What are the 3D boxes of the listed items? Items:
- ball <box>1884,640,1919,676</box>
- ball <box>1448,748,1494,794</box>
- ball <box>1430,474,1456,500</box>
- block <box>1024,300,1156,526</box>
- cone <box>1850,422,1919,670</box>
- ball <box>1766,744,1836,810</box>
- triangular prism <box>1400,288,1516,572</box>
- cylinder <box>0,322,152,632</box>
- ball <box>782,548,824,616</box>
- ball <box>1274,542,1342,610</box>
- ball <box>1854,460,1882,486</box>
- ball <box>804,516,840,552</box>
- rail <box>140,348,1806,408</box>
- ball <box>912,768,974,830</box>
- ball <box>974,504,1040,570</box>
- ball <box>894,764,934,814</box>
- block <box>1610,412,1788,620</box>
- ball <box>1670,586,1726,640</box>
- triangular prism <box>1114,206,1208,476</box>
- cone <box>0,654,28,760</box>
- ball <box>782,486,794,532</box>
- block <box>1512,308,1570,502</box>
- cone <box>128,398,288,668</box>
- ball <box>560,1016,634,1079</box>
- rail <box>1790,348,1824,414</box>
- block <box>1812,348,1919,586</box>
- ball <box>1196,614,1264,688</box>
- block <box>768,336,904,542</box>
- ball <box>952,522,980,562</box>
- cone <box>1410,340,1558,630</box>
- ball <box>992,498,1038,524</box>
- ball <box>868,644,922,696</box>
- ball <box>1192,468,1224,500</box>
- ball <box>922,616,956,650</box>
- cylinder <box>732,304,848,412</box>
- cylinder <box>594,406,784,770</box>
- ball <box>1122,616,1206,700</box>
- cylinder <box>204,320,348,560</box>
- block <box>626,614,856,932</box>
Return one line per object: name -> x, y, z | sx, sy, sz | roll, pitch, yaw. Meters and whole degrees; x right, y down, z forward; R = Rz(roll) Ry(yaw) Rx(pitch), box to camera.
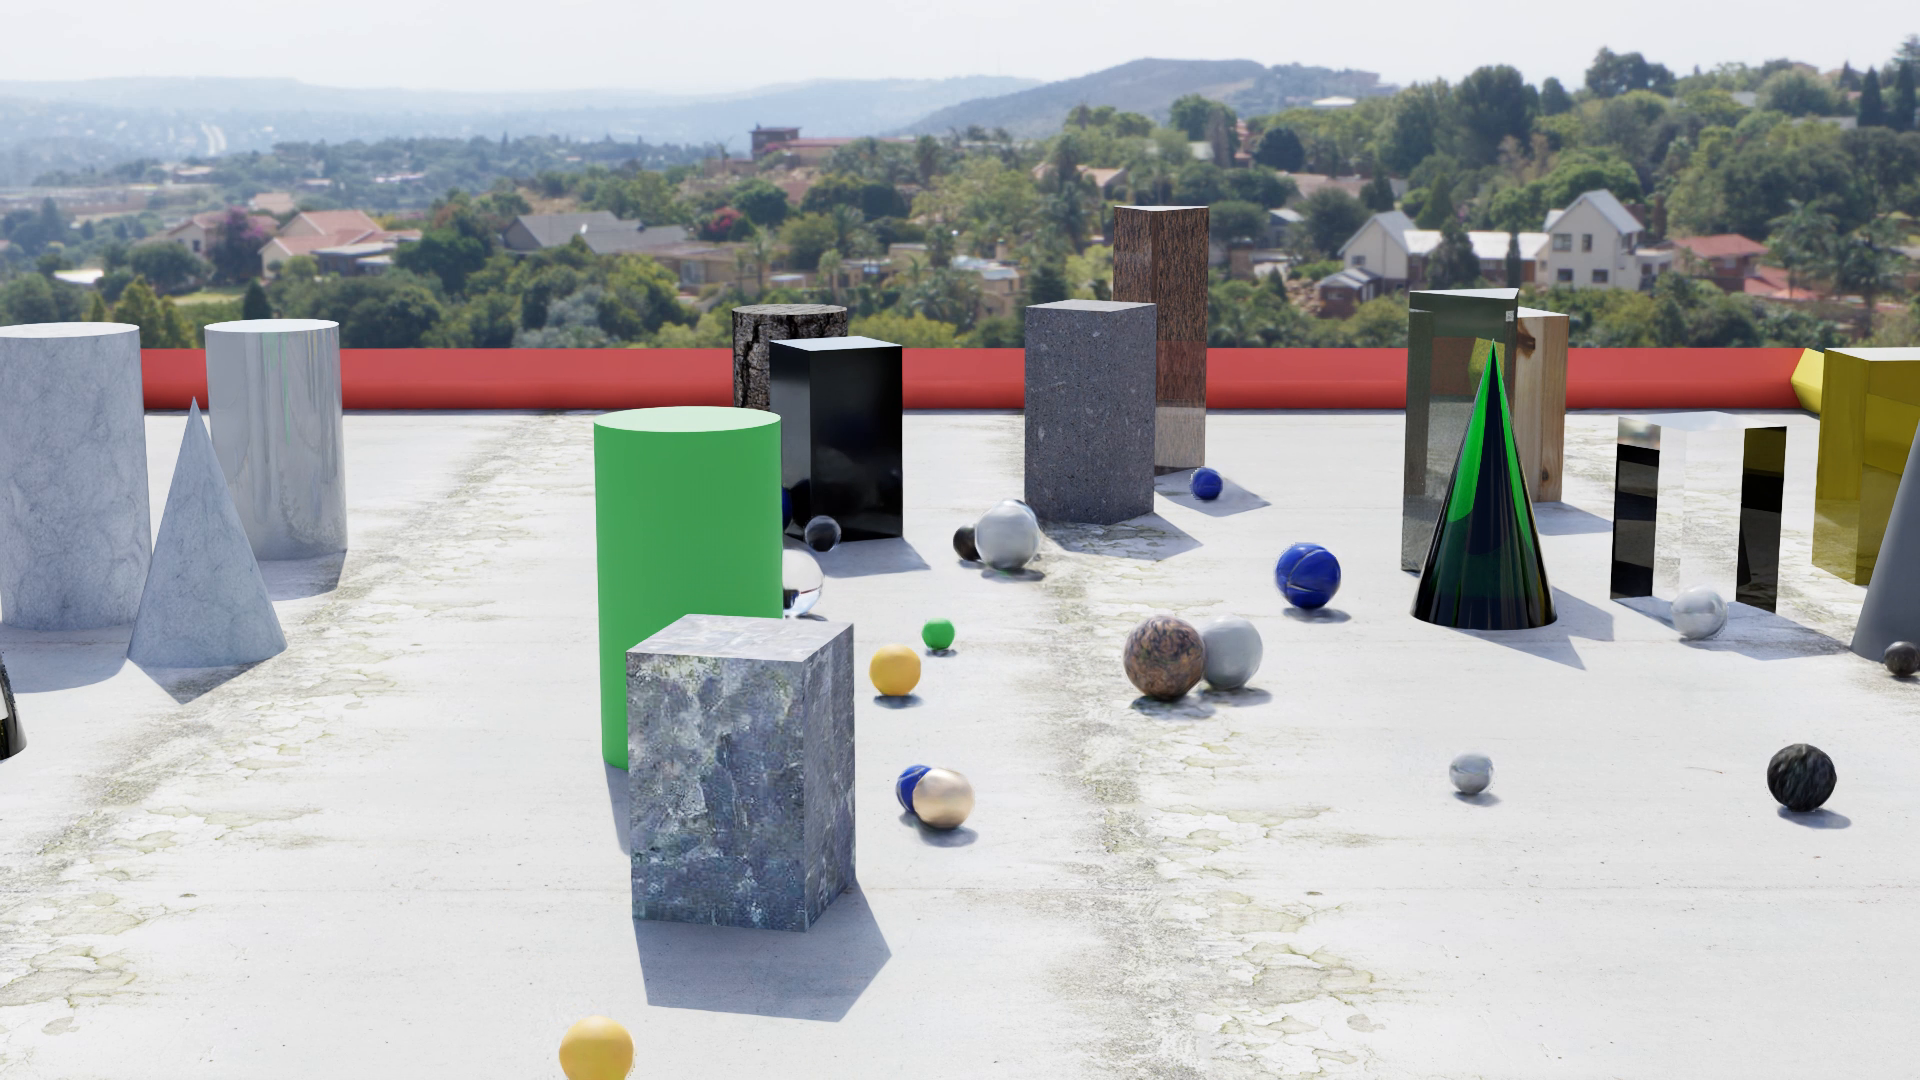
ball -> 1.136, 0.143, 3.091 | 0.043, 0.043, 0.043 | 0, 11, 0
ball -> 0.517, 0.233, 2.594 | 0.046, 0.046, 0.046 | 0, 11, 0
ball -> 0.819, -0.091, 4.351 | 0.044, 0.044, 0.044 | 0, 11, 0
block -> 0.212, -0.211, 4.177 | 0.156, 0.342, 0.156 | 7, 12, 31
cone -> 1.217, -0.079, 3.171 | 0.195, 0.451, 0.195 | 0, 11, 0
ball -> 0.831, 0.234, 2.535 | 0.066, 0.066, 0.066 | 0, 11, 0
triangular prism -> 0.755, -0.155, 3.703 | 0.169, 0.406, 0.147 | 10, 15, 44
cylinder -> -1.179, -0.088, 3.400 | 0.195, 0.383, 0.195 | 0, 11, 0
ball -> -0.227, 0.057, 3.429 | 0.089, 0.089, 0.089 | 0, 11, 0
ball -> 0.471, 0.049, 3.469 | 0.090, 0.090, 0.090 | 0, 11, 0
ball -> 1.590, -0.118, 4.492 | 0.044, 0.044, 0.044 | 0, 11, 0
ball -> -0.208, -0.010, 3.879 | 0.055, 0.055, 0.055 | 0, 11, 0
rail -> -0.012, -0.342, 5.469 | 3.649, 0.127, 0.045 | 0, 11, 0
ball -> -0.016, 0.249, 2.472 | 0.059, 0.059, 0.059 | 0, 11, 0
ball -> 0.068, -0.004, 3.736 | 0.096, 0.096, 0.096 | 0, 11, 0
ball -> -0.039, 0.245, 2.522 | 0.049, 0.049, 0.049 | 0, 11, 0
block -> 0.996, -0.035, 3.467 | 0.156, 0.254, 0.156 | -4, 11, -19
ball -> 0.947, 0.093, 3.290 | 0.069, 0.069, 0.069 | 0, 11, 0
triangular prism -> 0.338, -0.365, 4.653 | 0.147, 0.473, 0.169 | 8, 13, 38
cone -> -1.106, -0.005, 2.714 | 0.195, 0.472, 0.195 | 0, 11, 0
ball -> -0.307, -0.048, 3.972 | 0.097, 0.097, 0.097 | 0, 11, 0
block -> 0.917, -0.229, 4.352 | 0.156, 0.314, 0.156 | -3, 11, -18
cone -> -0.947, -0.020, 3.201 | 0.195, 0.323, 0.195 | 0, 11, 0
ball -> -0.261, 0.369, 1.843 | 0.053, 0.053, 0.053 | 0, 11, 0
rail -> 1.801, 0.031, 3.459 | 0.045, 0.127, 4.157 | 0, 11, 0
block -> 1.340, -0.108, 3.686 | 0.156, 0.320, 0.156 | -1, 11, -4
ball -> 0.314, 0.131, 3.031 | 0.088, 0.088, 0.088 | 0, 11, 0
block -> -0.194, -0.158, 4.012 | 0.156, 0.299, 0.156 | -5, 12, -27
ball -> 0.017, 0.003, 3.807 | 0.057, 0.057, 0.057 | 0, 11, 0
cone -> 0.701, -0.083, 3.406 | 0.195, 0.371, 0.195 | 0, 11, 0
ball -> 0.077, -0.021, 3.870 | 0.081, 0.081, 0.081 | 0, 11, 0
ball -> -0.076, 0.152, 2.992 | 0.062, 0.062, 0.062 | 0, 11, 0
ball -> 0.419, -0.095, 4.340 | 0.055, 0.055, 0.055 | 0, 11, 0
ball -> -0.027, 0.118, 3.227 | 0.042, 0.042, 0.042 | 0, 11, 0
cylinder -> -0.288, -0.235, 4.372 | 0.195, 0.318, 0.195 | 0, 11, 0
cylinder -> -0.286, 0.050, 2.721 | 0.195, 0.360, 0.195 | 0, 11, 0
ball -> 0.237, 0.136, 2.975 | 0.098, 0.098, 0.098 | 0, 11, 0
cylinder -> -1.032, -0.154, 3.878 | 0.195, 0.340, 0.195 | 0, 11, 0
block -> -0.189, 0.200, 2.251 | 0.156, 0.236, 0.156 | 3, 11, 13
